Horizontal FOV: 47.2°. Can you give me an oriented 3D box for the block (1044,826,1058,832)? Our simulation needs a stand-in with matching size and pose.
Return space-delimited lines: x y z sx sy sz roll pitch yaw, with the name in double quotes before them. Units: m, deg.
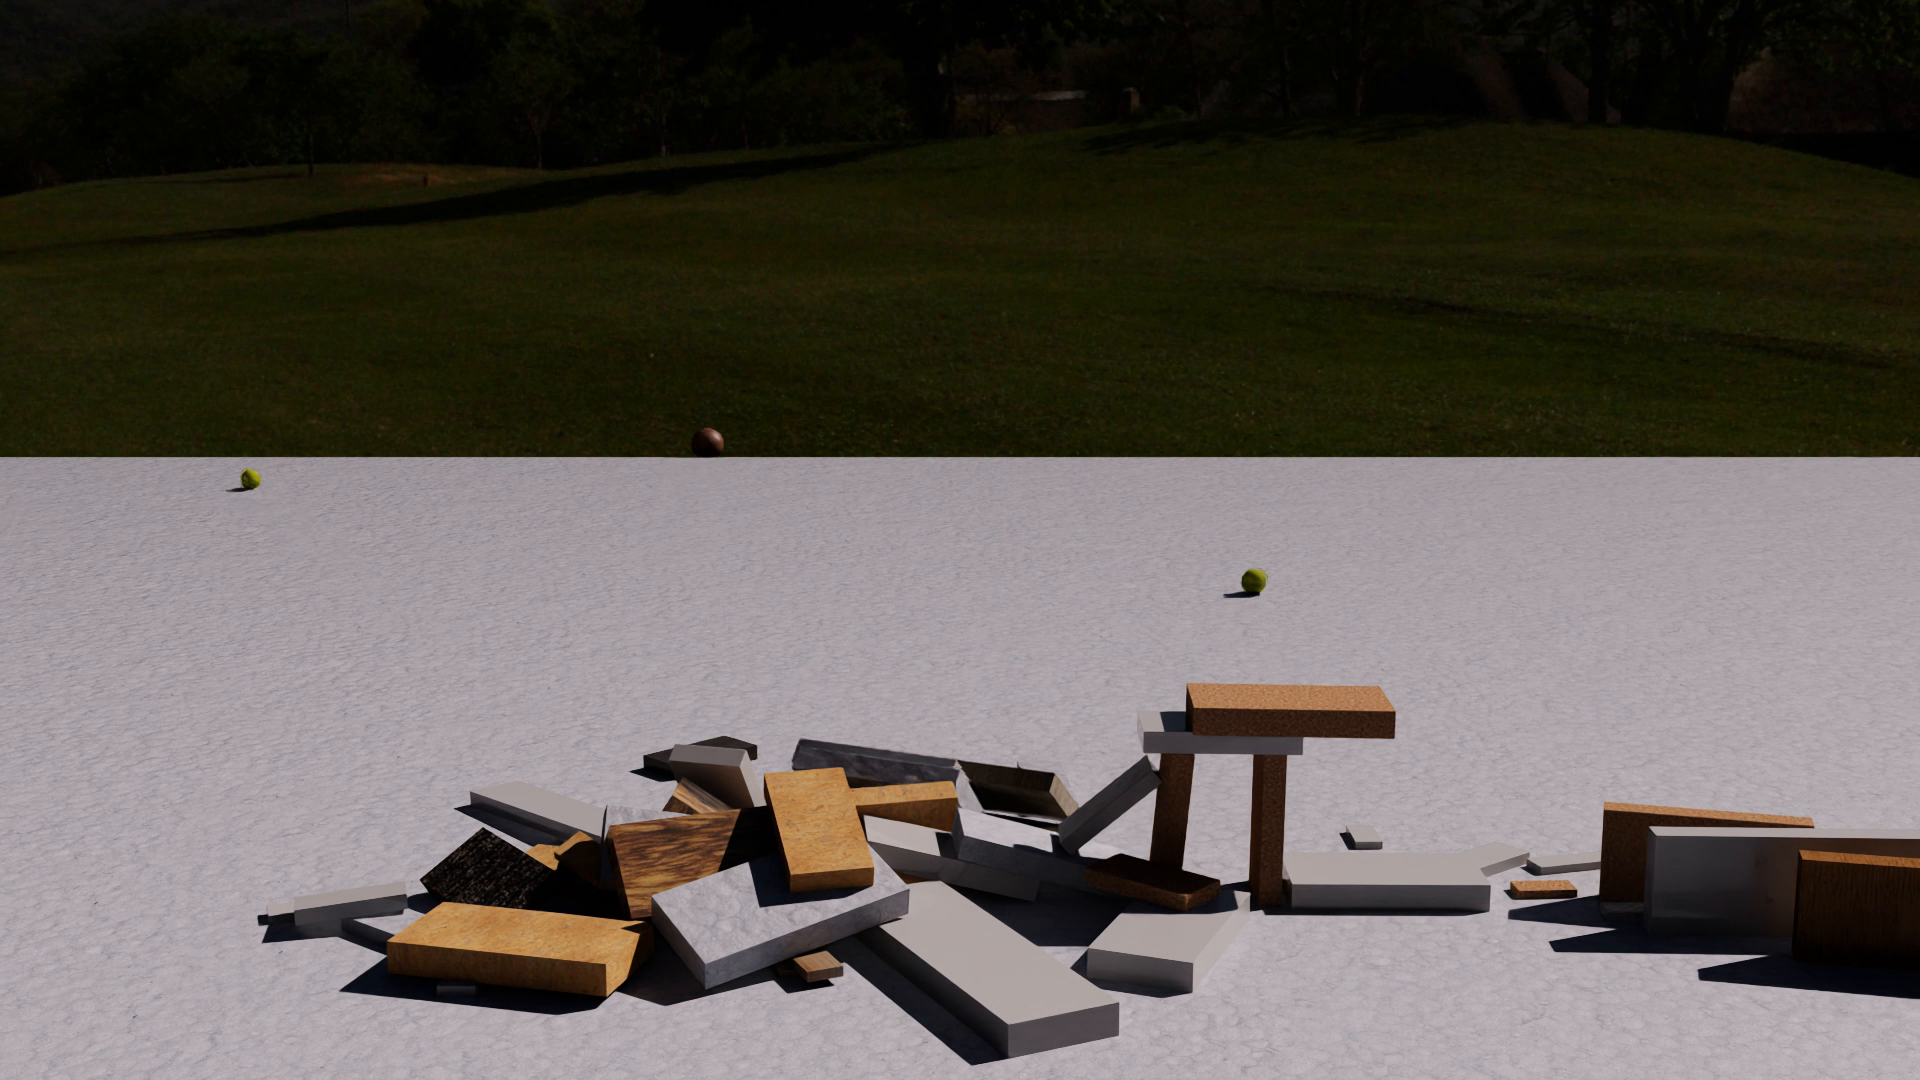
"block" 0.098 0.541 3.855 0.196 0.028 0.098 -4 11 -23

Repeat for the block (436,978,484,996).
"block" -0.738 0.653 3.287 0.057 0.016 0.114 0 11 2

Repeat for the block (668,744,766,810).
"block" -0.402 0.452 3.775 0.130 0.259 0.037 3 46 17

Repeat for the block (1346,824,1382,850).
"block" 0.724 0.532 3.943 0.048 0.014 0.096 0 11 -1

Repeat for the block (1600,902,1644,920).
"block" 1.093 0.602 3.565 0.098 0.014 0.049 0 11 1

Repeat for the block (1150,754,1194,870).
"block" 0.349 0.462 3.645 0.037 0.258 0.129 5 10 -2

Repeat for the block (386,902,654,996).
"block" -0.660 0.614 3.313 0.353 0.050 0.176 3 11 15

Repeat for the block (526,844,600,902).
"block" -0.622 0.564 3.705 0.269 0.038 0.135 3 11 18

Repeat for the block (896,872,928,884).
"block" -0.186 0.533 3.645 0.266 0.038 0.133 17 9 -8

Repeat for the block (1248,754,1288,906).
"block" 0.510 0.463 3.646 0.037 0.258 0.129 1 11 0

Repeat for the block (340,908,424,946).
"block" -0.891 0.613 3.480 0.173 0.024 0.086 8 13 38

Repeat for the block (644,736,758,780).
"block" -0.520 0.436 4.416 0.104 0.029 0.208 10 15 44

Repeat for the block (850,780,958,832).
"block" -0.159 0.493 3.781 0.294 0.147 0.042 -3 38 -15

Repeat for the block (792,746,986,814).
"block" -0.127 0.456 3.977 0.324 0.162 0.046 5 55 26

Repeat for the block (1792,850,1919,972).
"block" 1.443 0.569 3.335 0.329 0.164 0.047 3 11 14

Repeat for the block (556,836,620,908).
"block" -0.502 0.560 3.552 0.269 0.038 0.135 17 16 14

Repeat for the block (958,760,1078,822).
"block" 0.009 0.453 4.078 0.405 0.037 0.130 5 -30 27

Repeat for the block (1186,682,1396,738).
"block" 0.538 0.279 3.603 0.322 0.046 0.161 1 11 1

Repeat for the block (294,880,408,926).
"block" -0.974 0.581 3.520 0.173 0.024 0.086 -7 7 -15

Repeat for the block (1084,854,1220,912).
"block" 0.309 0.551 3.540 0.196 0.028 0.098 10 14 38

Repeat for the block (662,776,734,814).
"block" -0.368 0.497 3.659 0.266 0.038 0.133 34 6 -3

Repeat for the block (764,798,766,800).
"block" -0.334 0.507 4.033 0.104 0.029 0.208 2 11 13

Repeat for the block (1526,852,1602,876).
"block" 1.083 0.557 3.809 0.201 0.014 0.049 -3 11 -16

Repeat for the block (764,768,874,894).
"block" -0.225 0.455 3.468 0.130 0.037 0.259 -3 31 -14

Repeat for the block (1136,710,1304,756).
"block" 0.426 0.317 3.619 0.258 0.037 0.129 1 11 0

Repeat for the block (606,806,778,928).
"block" -0.368 0.512 3.483 0.356 0.046 0.162 -5 56 -24

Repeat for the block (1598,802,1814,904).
"block" 1.214 0.524 3.585 0.322 0.161 0.046 3 11 15

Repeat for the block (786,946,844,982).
"block" -0.223 0.635 3.314 0.057 0.016 0.114 -5 12 -24

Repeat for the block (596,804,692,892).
"block" -0.440 0.506 3.516 0.266 0.038 0.133 10 50 -14

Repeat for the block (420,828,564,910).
"block" -0.761 0.557 3.568 0.135 0.038 0.269 -41 30 -24

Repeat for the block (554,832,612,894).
"block" -0.586 0.514 3.512 0.116 0.016 0.058 28 46 25

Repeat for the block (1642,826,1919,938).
"block" 1.371 0.542 3.476 0.556 0.164 0.047 0 11 2

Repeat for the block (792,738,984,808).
"block" -0.132 0.444 4.061 0.324 0.046 0.162 5 -31 26

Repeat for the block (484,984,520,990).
"block" -0.667 0.647 3.319 0.058 0.016 0.116 3 11 14

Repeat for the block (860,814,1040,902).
"block" -0.020 0.530 3.679 0.294 0.042 0.147 13 9 -8

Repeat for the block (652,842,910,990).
"block" -0.274 0.559 3.372 0.353 0.050 0.176 -16 36 -30

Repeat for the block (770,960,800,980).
"block" -0.264 0.644 3.345 0.045 0.013 0.090 -3 11 -17

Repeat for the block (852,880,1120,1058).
"block" 0.016 0.633 3.302 0.176 0.050 0.577 -5 12 -26

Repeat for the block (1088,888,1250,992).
"block" 0.329 0.612 3.421 0.164 0.047 0.329 4 11 22

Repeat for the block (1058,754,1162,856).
"block" 0.250 0.443 3.686 0.196 0.028 0.098 -39 8 6

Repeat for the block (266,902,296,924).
"block" -1.068 0.602 3.565 0.103 0.015 0.052 -4 11 -20

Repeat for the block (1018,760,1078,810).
"block" 0.166 0.475 4.223 0.086 0.024 0.280 -1 11 -4

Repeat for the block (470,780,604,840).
"block" -0.709 0.506 3.988 0.104 0.029 0.515 -9 12 -42

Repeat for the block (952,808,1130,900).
"block" 0.137 0.526 3.686 0.294 0.042 0.147 15 10 -7

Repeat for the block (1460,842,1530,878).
"block" 0.910 0.555 3.803 0.146 0.021 0.073 -8 13 -38

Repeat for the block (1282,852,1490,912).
"block" 0.703 0.568 3.660 0.322 0.046 0.161 0 11 1

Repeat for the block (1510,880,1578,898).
"block" 0.974 0.583 3.669 0.098 0.014 0.049 -1 11 -4
